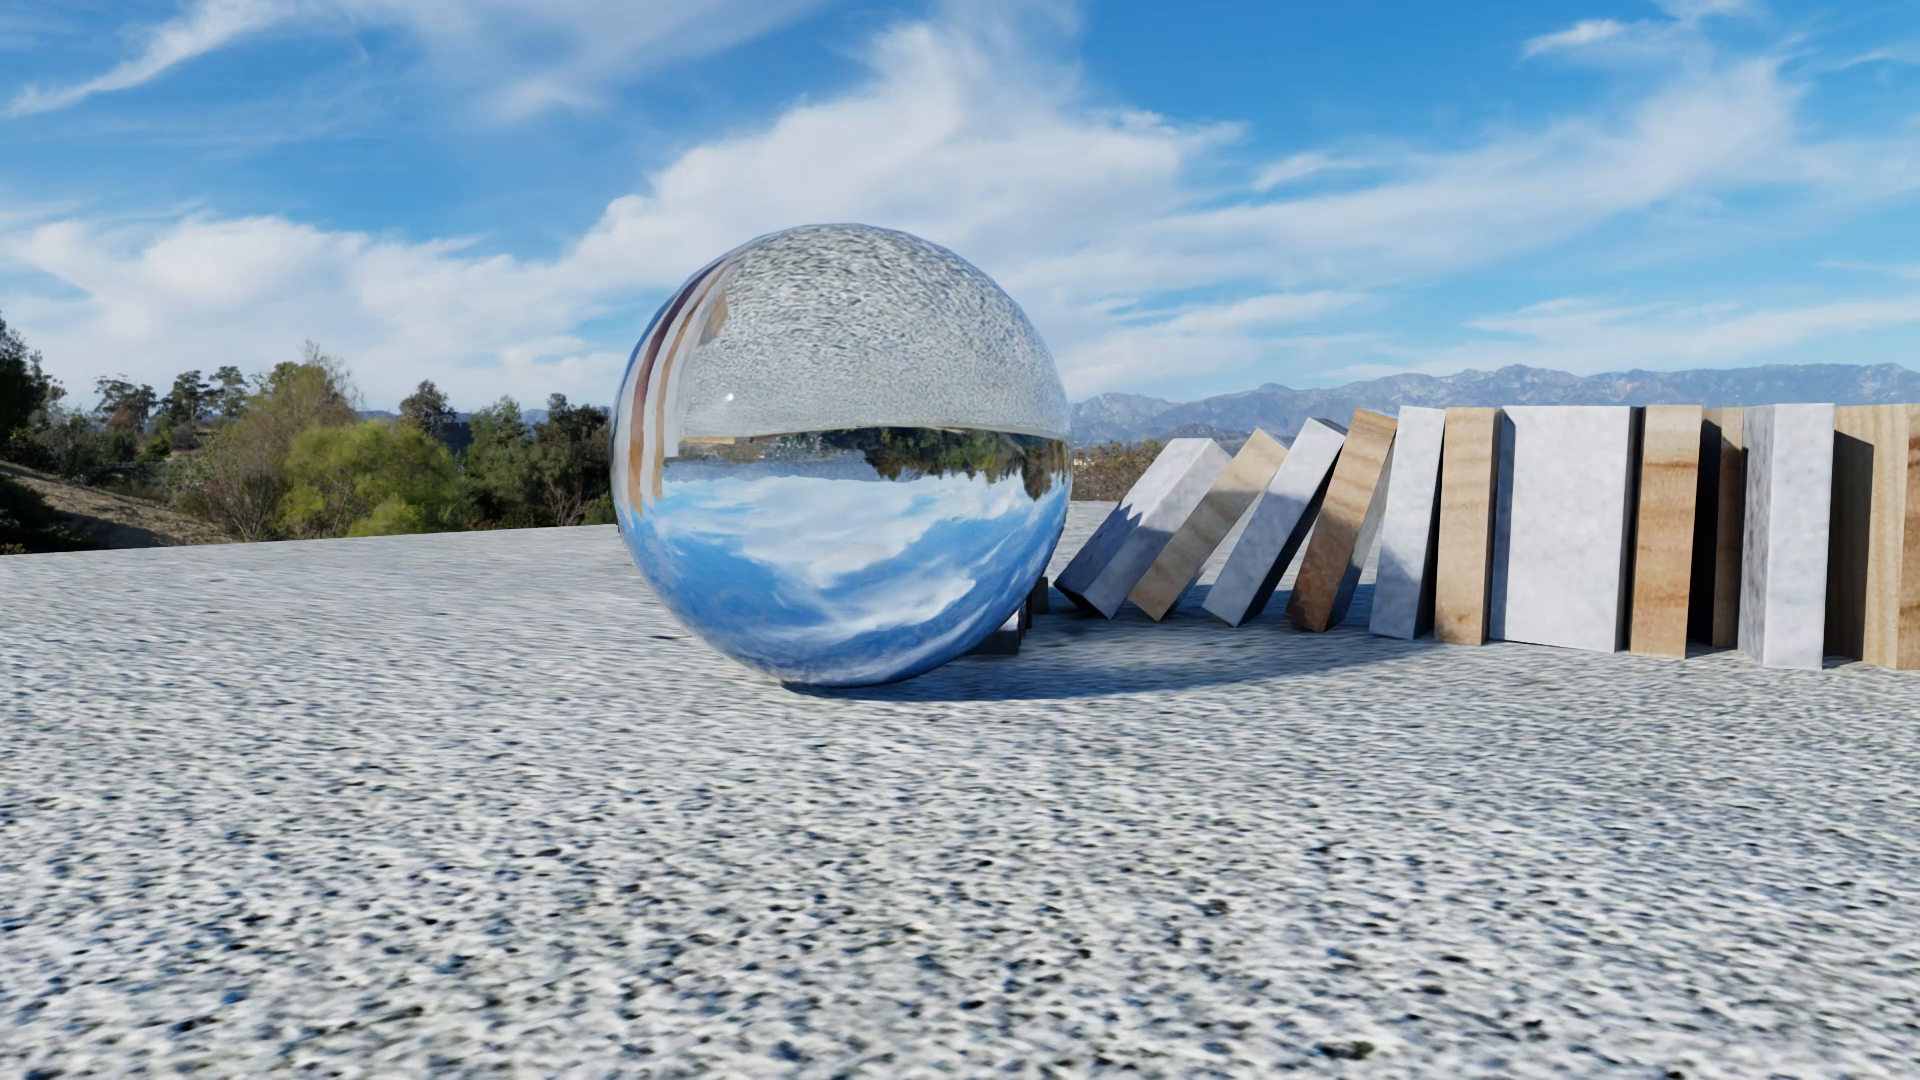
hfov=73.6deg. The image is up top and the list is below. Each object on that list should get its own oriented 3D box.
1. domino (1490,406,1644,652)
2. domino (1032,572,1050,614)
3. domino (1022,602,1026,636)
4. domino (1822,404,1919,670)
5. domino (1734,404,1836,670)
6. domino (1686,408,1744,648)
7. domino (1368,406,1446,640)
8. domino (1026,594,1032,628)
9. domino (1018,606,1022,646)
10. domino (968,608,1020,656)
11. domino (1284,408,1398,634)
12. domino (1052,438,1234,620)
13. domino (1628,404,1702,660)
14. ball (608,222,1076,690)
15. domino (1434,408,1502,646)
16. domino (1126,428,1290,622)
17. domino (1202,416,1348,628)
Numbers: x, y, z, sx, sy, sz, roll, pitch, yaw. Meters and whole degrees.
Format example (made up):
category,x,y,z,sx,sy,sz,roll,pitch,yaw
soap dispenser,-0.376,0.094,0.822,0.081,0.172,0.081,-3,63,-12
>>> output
category,x,y,z,sx,sy,sz,roll,pitch,yaw
domino,0.128,-0.003,0.271,0.025,0.050,0.009,6,7,42
domino,0.010,0.012,0.346,0.025,0.010,0.050,0,4,0
domino,0.003,-0.002,0.295,0.025,0.050,0.010,0,-36,4
domino,0.182,-0.001,0.252,0.010,0.050,0.025,0,4,1
domino,0.162,-0.001,0.253,0.009,0.050,0.025,2,5,20
domino,0.165,-0.003,0.278,0.010,0.050,0.025,1,4,11
domino,0.103,-0.004,0.288,0.010,0.050,0.025,10,9,31
domino,0.005,-0.003,0.308,0.025,0.050,0.010,0,-36,4
domino,0.001,-0.001,0.283,0.025,0.050,0.010,0,-36,4
domino,0.000,0.000,0.270,0.025,0.050,0.009,0,-36,4
domino,0.090,-0.005,0.296,0.010,0.050,0.025,22,13,25
domino,0.046,-0.004,0.324,0.010,0.050,0.025,41,-5,-12
domino,0.145,-0.002,0.265,0.010,0.050,0.025,3,5,25
ball,-0.020,-0.014,0.224,0.080,0.080,0.080,0,4,0
domino,0.113,-0.004,0.281,0.010,0.050,0.025,4,6,33
domino,0.061,-0.004,0.311,0.009,0.050,0.025,39,14,12
domino,0.076,-0.004,0.303,0.010,0.050,0.025,32,17,20
